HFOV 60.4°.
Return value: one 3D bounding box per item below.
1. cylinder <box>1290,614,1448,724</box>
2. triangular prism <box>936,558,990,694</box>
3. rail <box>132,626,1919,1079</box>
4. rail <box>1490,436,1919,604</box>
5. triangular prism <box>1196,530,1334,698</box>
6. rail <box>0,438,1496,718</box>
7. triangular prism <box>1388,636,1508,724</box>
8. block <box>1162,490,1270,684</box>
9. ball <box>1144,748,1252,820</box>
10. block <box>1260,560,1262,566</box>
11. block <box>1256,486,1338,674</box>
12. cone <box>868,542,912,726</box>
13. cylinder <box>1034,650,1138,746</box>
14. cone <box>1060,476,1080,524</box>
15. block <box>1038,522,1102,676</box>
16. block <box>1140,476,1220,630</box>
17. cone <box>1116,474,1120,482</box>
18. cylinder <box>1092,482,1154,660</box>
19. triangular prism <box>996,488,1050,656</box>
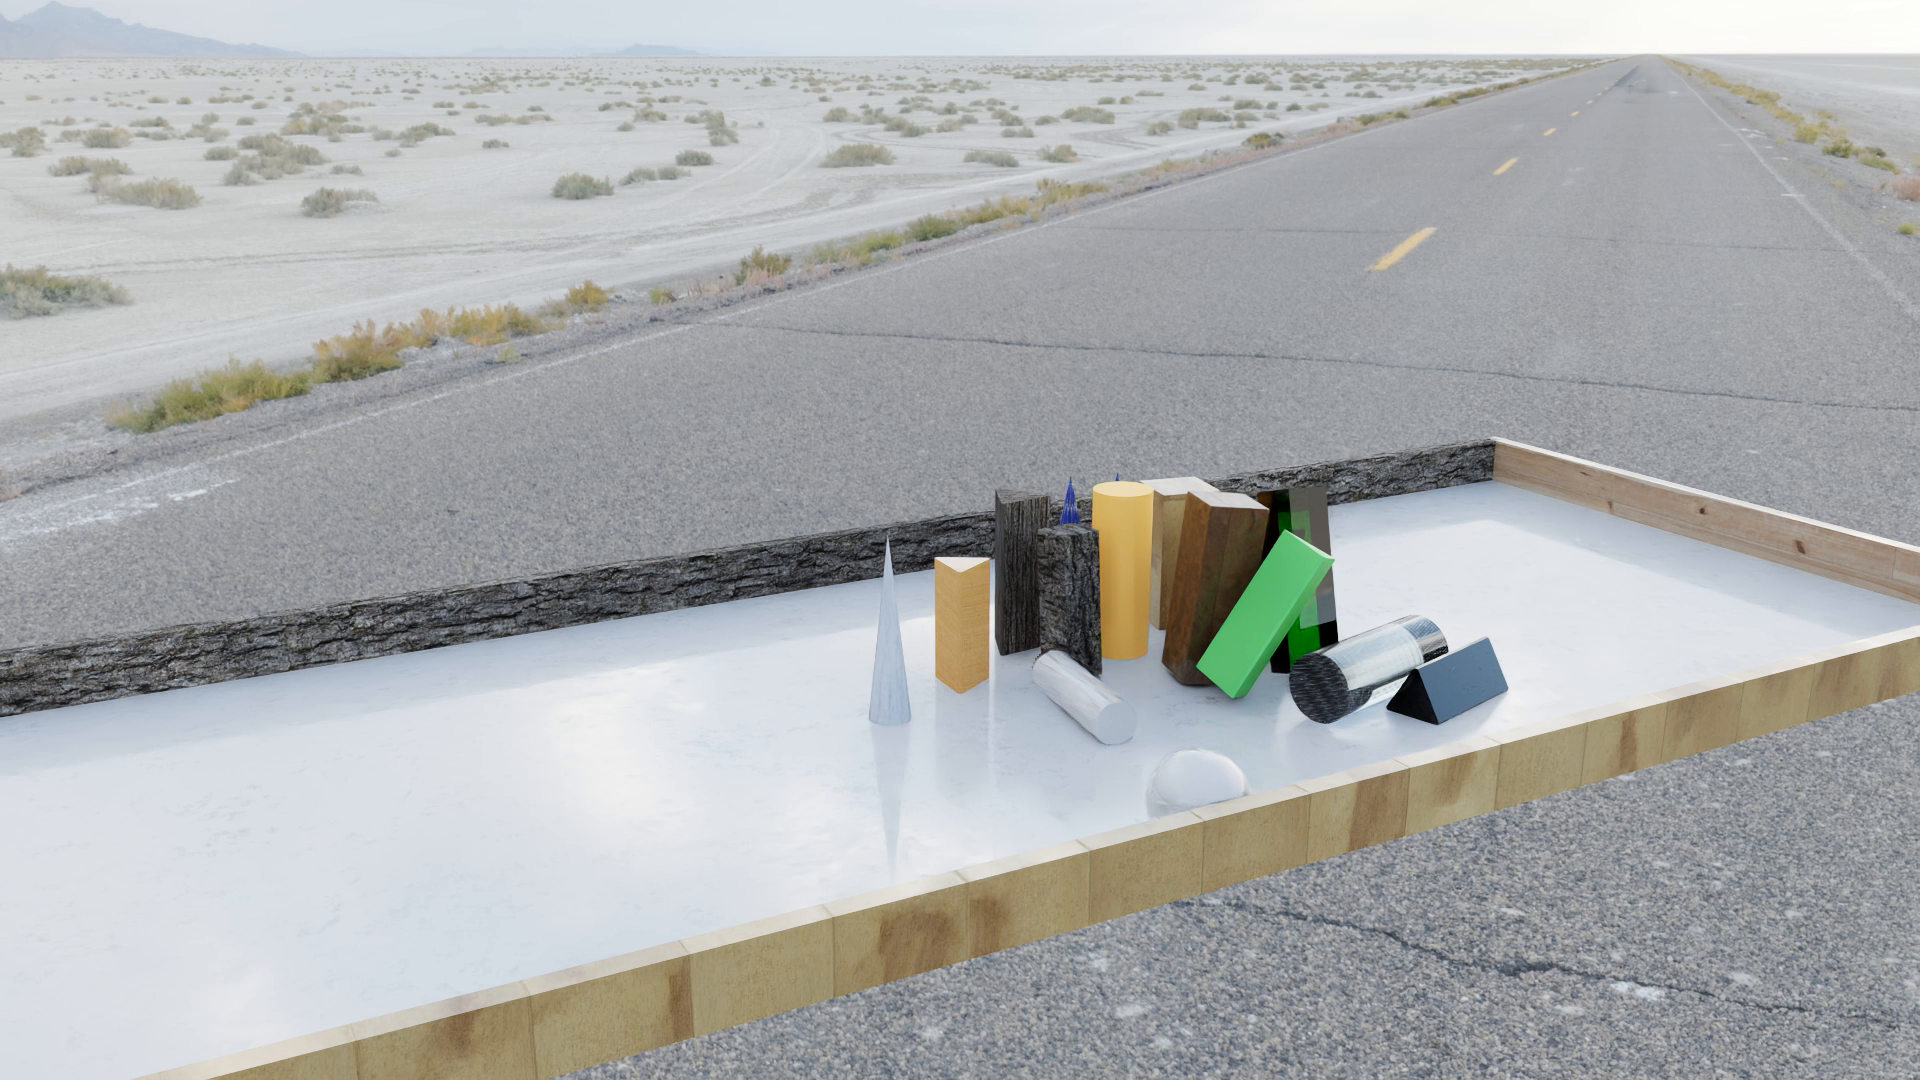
[{"bbox_3d":[0.995,0.309,3.998,0.410,0.172,0.172,-14,21,-39],"label":"cylinder"},{"bbox_3d":[-0.012,0.203,4.104,0.117,0.315,0.135,10,19,31],"label":"triangular prism"},{"bbox_3d":[-2.336,1.006,1.665,12.000,0.150,0.050,-9,18,-27],"label":"rail"},{"bbox_3d":[2.466,-0.048,5.253,0.050,0.150,2.100,-9,18,-27],"label":"rail"},{"bbox_3d":[0.727,0.176,3.978,0.127,0.398,0.146,35,11,20],"label":"triangular prism"},{"bbox_3d":[-3.305,0.497,3.399,12.000,0.150,0.050,-9,18,-27],"label":"rail"},{"bbox_3d":[1.191,0.329,4.007,0.323,0.122,0.141,-15,22,-41],"label":"triangular prism"},{"bbox_3d":[0.634,0.120,4.115,0.153,0.455,0.153,3,15,-15],"label":"block"},{"bbox_3d":[0.468,0.512,3.242,0.209,0.209,0.209,0,16,0],"label":"ball"},{"bbox_3d":[0.758,0.126,4.321,0.145,0.342,0.145,-6,17,-19],"label":"block"},{"bbox_3d":[0.853,0.101,4.155,0.121,0.459,0.121,-4,0,-30],"label":"block"},{"bbox_3d":[-0.166,0.205,3.855,0.102,0.453,0.102,0,16,0],"label":"cone"},{"bbox_3d":[0.292,0.370,3.908,0.106,0.106,0.359,-6,17,-20],"label":"cylinder"},{"bbox_3d":[0.305,0.013,4.597,0.166,0.401,0.166,0,16,0],"label":"cone"},{"bbox_3d":[0.276,0.157,4.140,0.109,0.376,0.109,-12,17,-33],"label":"block"},{"bbox_3d":[0.600,0.035,4.559,0.166,0.382,0.166,-5,17,-16],"label":"block"},{"bbox_3d":[0.458,-0.032,4.839,0.146,0.351,0.146,0,16,0],"label":"cone"},{"bbox_3d":[0.420,0.079,4.308,0.156,0.439,0.156,0,16,0],"label":"cylinder"},{"bbox_3d":[0.134,0.078,4.359,0.154,0.412,0.133,-11,20,-33],"label":"triangular prism"}]
